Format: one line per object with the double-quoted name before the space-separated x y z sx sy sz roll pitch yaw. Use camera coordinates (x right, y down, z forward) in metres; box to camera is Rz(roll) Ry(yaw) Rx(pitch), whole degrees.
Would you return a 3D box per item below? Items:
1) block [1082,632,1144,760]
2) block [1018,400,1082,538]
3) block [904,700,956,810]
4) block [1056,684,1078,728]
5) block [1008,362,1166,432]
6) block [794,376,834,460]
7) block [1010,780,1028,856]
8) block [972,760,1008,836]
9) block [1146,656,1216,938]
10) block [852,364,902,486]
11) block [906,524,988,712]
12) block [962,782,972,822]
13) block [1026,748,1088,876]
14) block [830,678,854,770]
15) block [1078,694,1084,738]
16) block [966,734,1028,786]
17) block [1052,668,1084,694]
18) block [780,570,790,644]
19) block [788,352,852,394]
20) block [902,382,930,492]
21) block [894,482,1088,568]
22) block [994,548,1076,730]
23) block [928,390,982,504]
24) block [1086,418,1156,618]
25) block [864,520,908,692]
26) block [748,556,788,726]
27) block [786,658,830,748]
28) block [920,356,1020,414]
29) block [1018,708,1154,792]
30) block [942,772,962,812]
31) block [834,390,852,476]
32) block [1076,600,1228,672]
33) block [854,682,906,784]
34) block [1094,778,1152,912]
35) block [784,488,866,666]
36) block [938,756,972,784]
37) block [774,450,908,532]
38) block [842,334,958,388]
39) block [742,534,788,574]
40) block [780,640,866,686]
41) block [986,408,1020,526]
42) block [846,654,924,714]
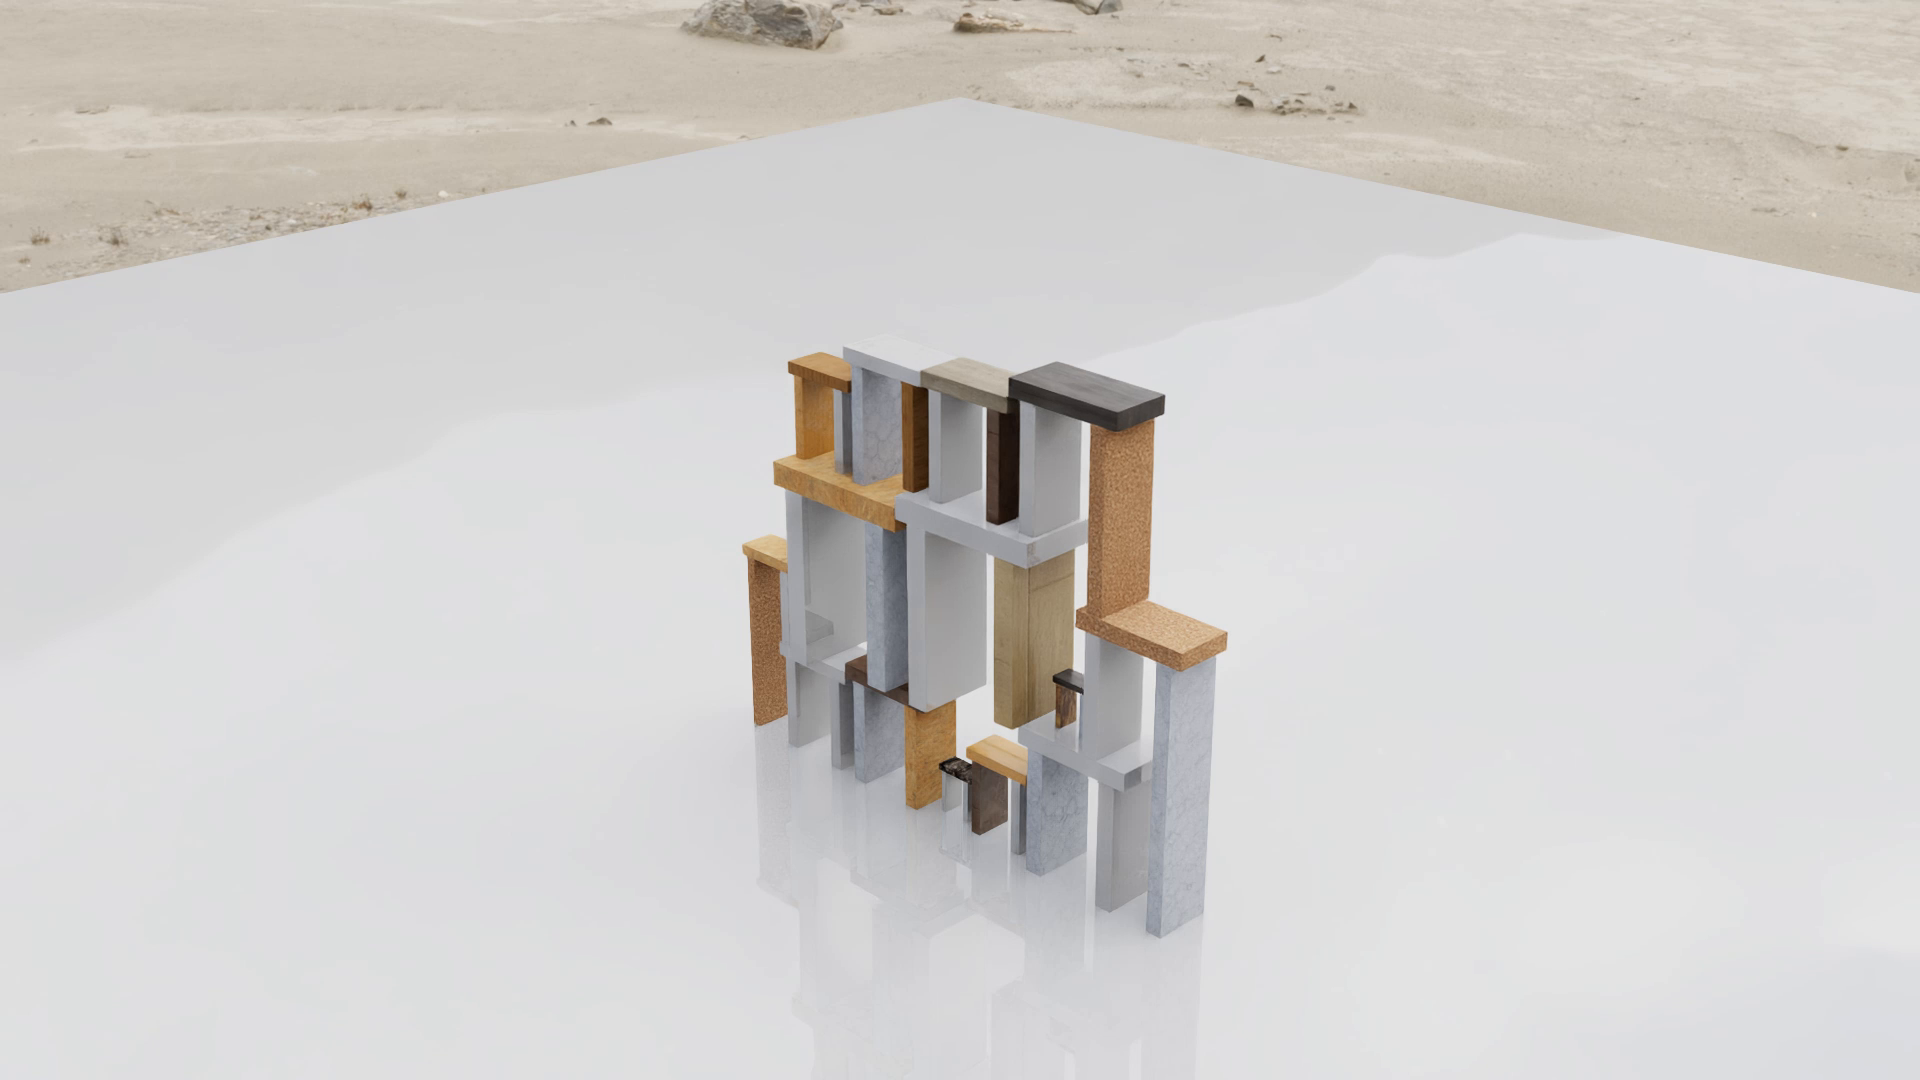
"block" 0.281 0.268 4.027 0.125 0.249 0.035 -21 30 -40
"block" 0.165 -0.145 3.991 0.036 0.256 0.128 21 31 39
"block" -0.059 0.423 4.471 0.032 0.229 0.114 21 31 41
"block" 0.200 0.305 4.143 0.045 0.091 0.013 -21 31 -40
"block" 0.222 -0.254 3.876 0.256 0.036 0.128 22 31 40
"block" -0.291 -0.257 4.434 0.025 0.175 0.088 22 31 40
"block" 0.136 0.529 4.307 0.023 0.161 0.081 21 31 41
"block" 0.060 0.500 4.377 0.023 0.161 0.081 21 31 41
"block" 0.400 0.455 3.979 0.035 0.554 0.125 21 31 41
"block" -0.160 -0.237 4.296 0.109 0.246 0.031 -21 31 -41
"block" -0.024 0.130 4.293 0.048 0.385 0.171 21 31 40
"block" 0.027 0.519 4.422 0.013 0.091 0.045 21 31 41
"block" 0.188 0.502 4.235 0.134 0.267 0.038 -21 31 -41
"block" -0.224 0.370 4.623 0.103 0.207 0.029 -21 31 -40
"block" 0.243 0.322 4.103 0.045 0.091 0.013 -21 30 -41
"block" 0.098 0.430 4.306 0.161 0.023 0.081 21 31 41
"block" 0.221 0.266 4.103 0.045 0.013 0.091 -21 30 -40
"block" -0.339 0.131 4.640 0.081 0.162 0.023 -21 31 -40
"block" -0.250 -0.333 4.356 0.175 0.025 0.088 21 31 41
"block" -0.060 -0.209 4.193 0.031 0.218 0.109 22 32 40
"block" 0.058 -0.040 4.136 0.341 0.048 0.171 21 31 40
"block" 0.139 0.170 4.139 0.048 0.341 0.171 21 31 41
"block" -0.008 -0.189 4.141 0.031 0.222 0.111 22 32 40
"block" 0.285 -0.048 3.900 0.128 0.360 0.036 -21 30 -39
"block" -0.105 0.109 4.381 0.050 0.355 0.178 21 31 40
"block" -0.414 0.209 4.758 0.023 0.398 0.081 21 31 41
"block" -0.321 0.332 4.713 0.103 0.207 0.029 -21 31 -41
"block" 0.044 -0.285 4.041 0.222 0.031 0.111 21 31 41
"block" 0.251 0.386 4.117 0.134 0.038 0.267 -21 31 -40
"block" -0.016 0.502 4.461 0.013 0.091 0.045 21 31 41
"block" -0.209 -0.224 4.358 0.025 0.175 0.088 22 31 40
"block" 0.339 0.160 3.918 0.125 0.035 0.249 -21 31 -40
"block" -0.167 0.381 4.570 0.032 0.229 0.114 21 31 41
"block" 0.315 0.551 4.120 0.038 0.267 0.134 21 31 41
"block" -0.272 0.054 4.541 0.178 0.380 0.050 -21 31 -41
"block" 0.005 0.463 4.421 0.091 0.013 0.045 21 31 41
"block" -0.188 -0.111 4.380 0.355 0.050 0.178 21 31 41
"block" -0.111 -0.343 4.192 0.109 0.031 0.218 -21 31 -39
"block" -0.376 0.030 4.640 0.081 0.023 0.162 -21 31 -41
"block" -0.272 0.243 4.622 0.104 0.029 0.207 -21 31 -40
"block" 0.098 -0.149 4.044 0.031 0.222 0.111 21 31 40
"block" -0.114 0.282 4.469 0.229 0.032 0.114 21 31 40
